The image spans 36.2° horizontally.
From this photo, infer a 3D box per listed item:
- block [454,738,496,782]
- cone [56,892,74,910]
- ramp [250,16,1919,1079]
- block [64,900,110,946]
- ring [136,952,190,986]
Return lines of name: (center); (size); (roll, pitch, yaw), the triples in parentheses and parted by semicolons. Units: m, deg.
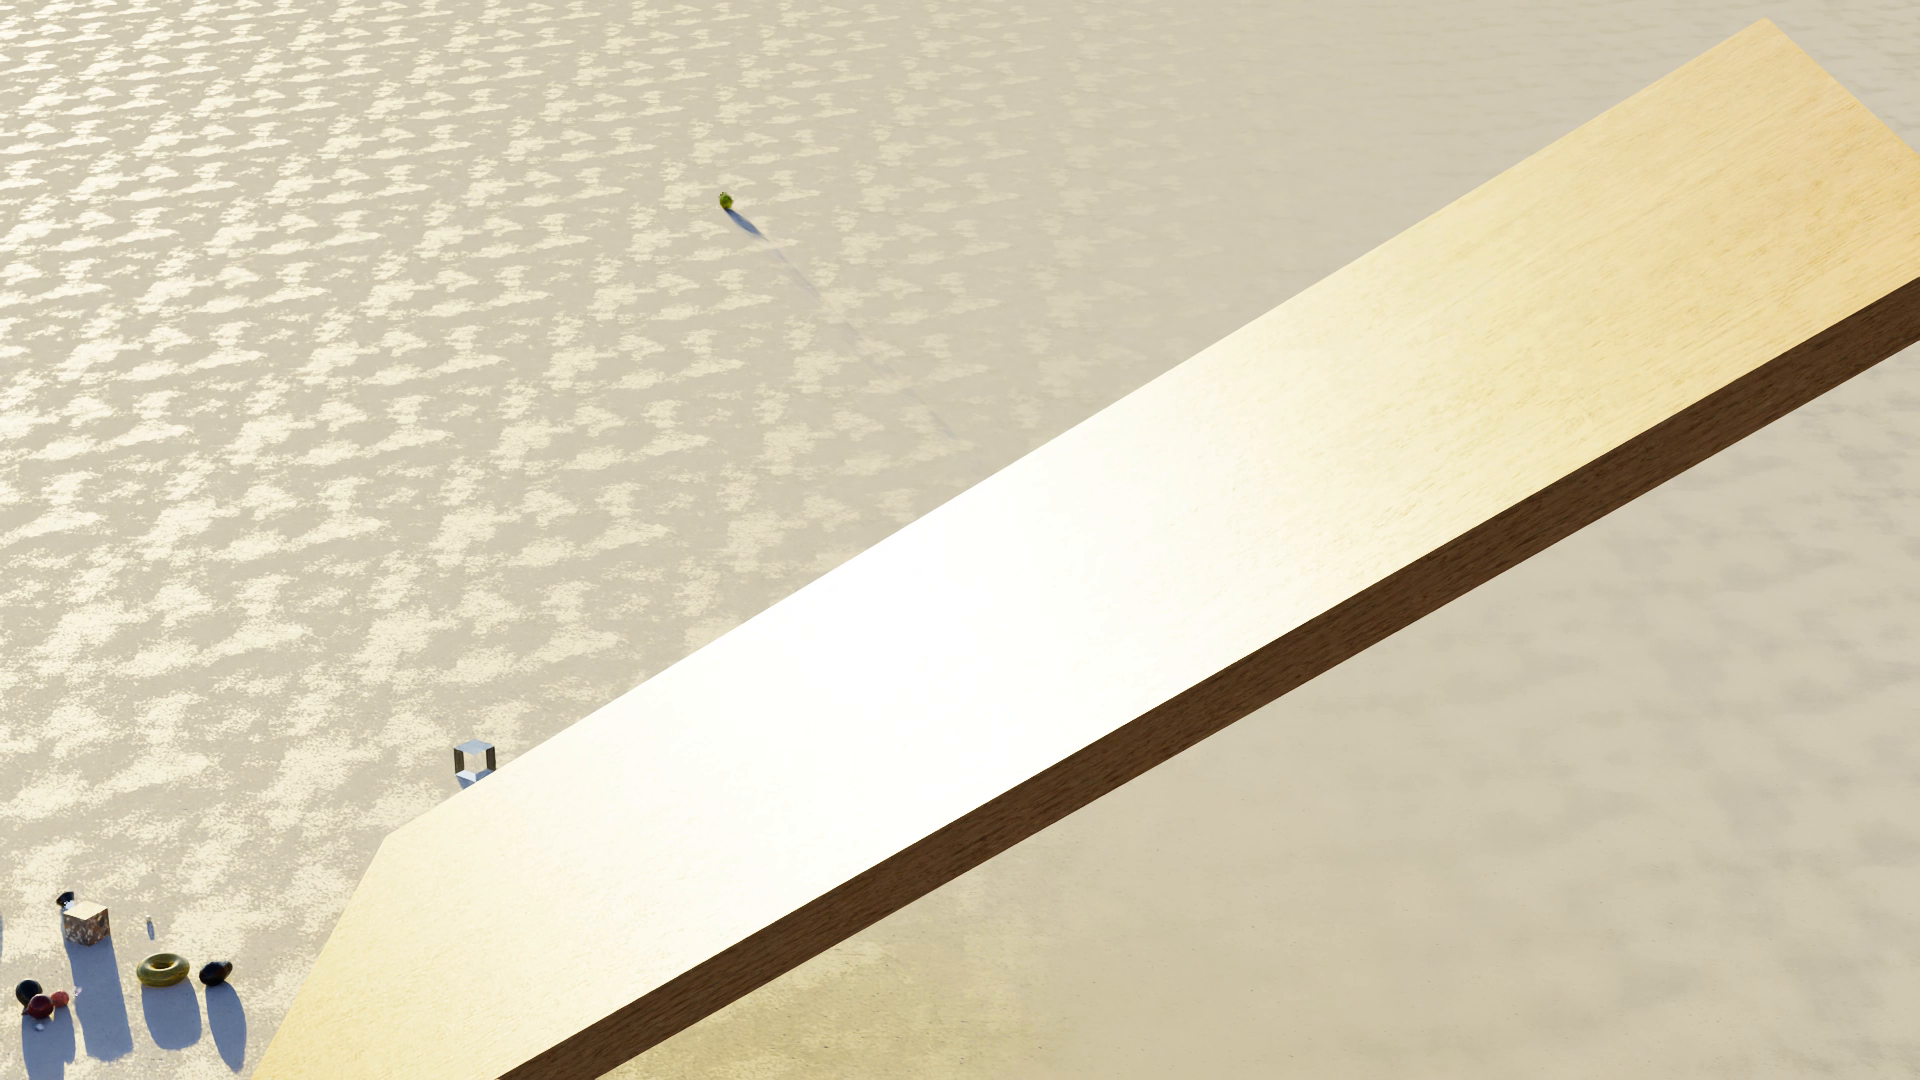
block: (-1.360, 0.617, 8.245); (0.081, 0.081, 0.081); (15, 25, 35)
cone: (-2.263, 0.929, 7.480); (0.050, 0.050, 0.050); (-17, 54, -39)
ramp: (0.140, 0.170, 6.294); (4.000, 0.100, 2.000); (-31, 15, 14)
block: (-2.175, 0.956, 7.328); (0.076, 0.076, 0.076); (11, 23, 28)
ring: (-1.935, 1.043, 7.140); (0.128, 0.043, 0.128); (1, 21, 0)
